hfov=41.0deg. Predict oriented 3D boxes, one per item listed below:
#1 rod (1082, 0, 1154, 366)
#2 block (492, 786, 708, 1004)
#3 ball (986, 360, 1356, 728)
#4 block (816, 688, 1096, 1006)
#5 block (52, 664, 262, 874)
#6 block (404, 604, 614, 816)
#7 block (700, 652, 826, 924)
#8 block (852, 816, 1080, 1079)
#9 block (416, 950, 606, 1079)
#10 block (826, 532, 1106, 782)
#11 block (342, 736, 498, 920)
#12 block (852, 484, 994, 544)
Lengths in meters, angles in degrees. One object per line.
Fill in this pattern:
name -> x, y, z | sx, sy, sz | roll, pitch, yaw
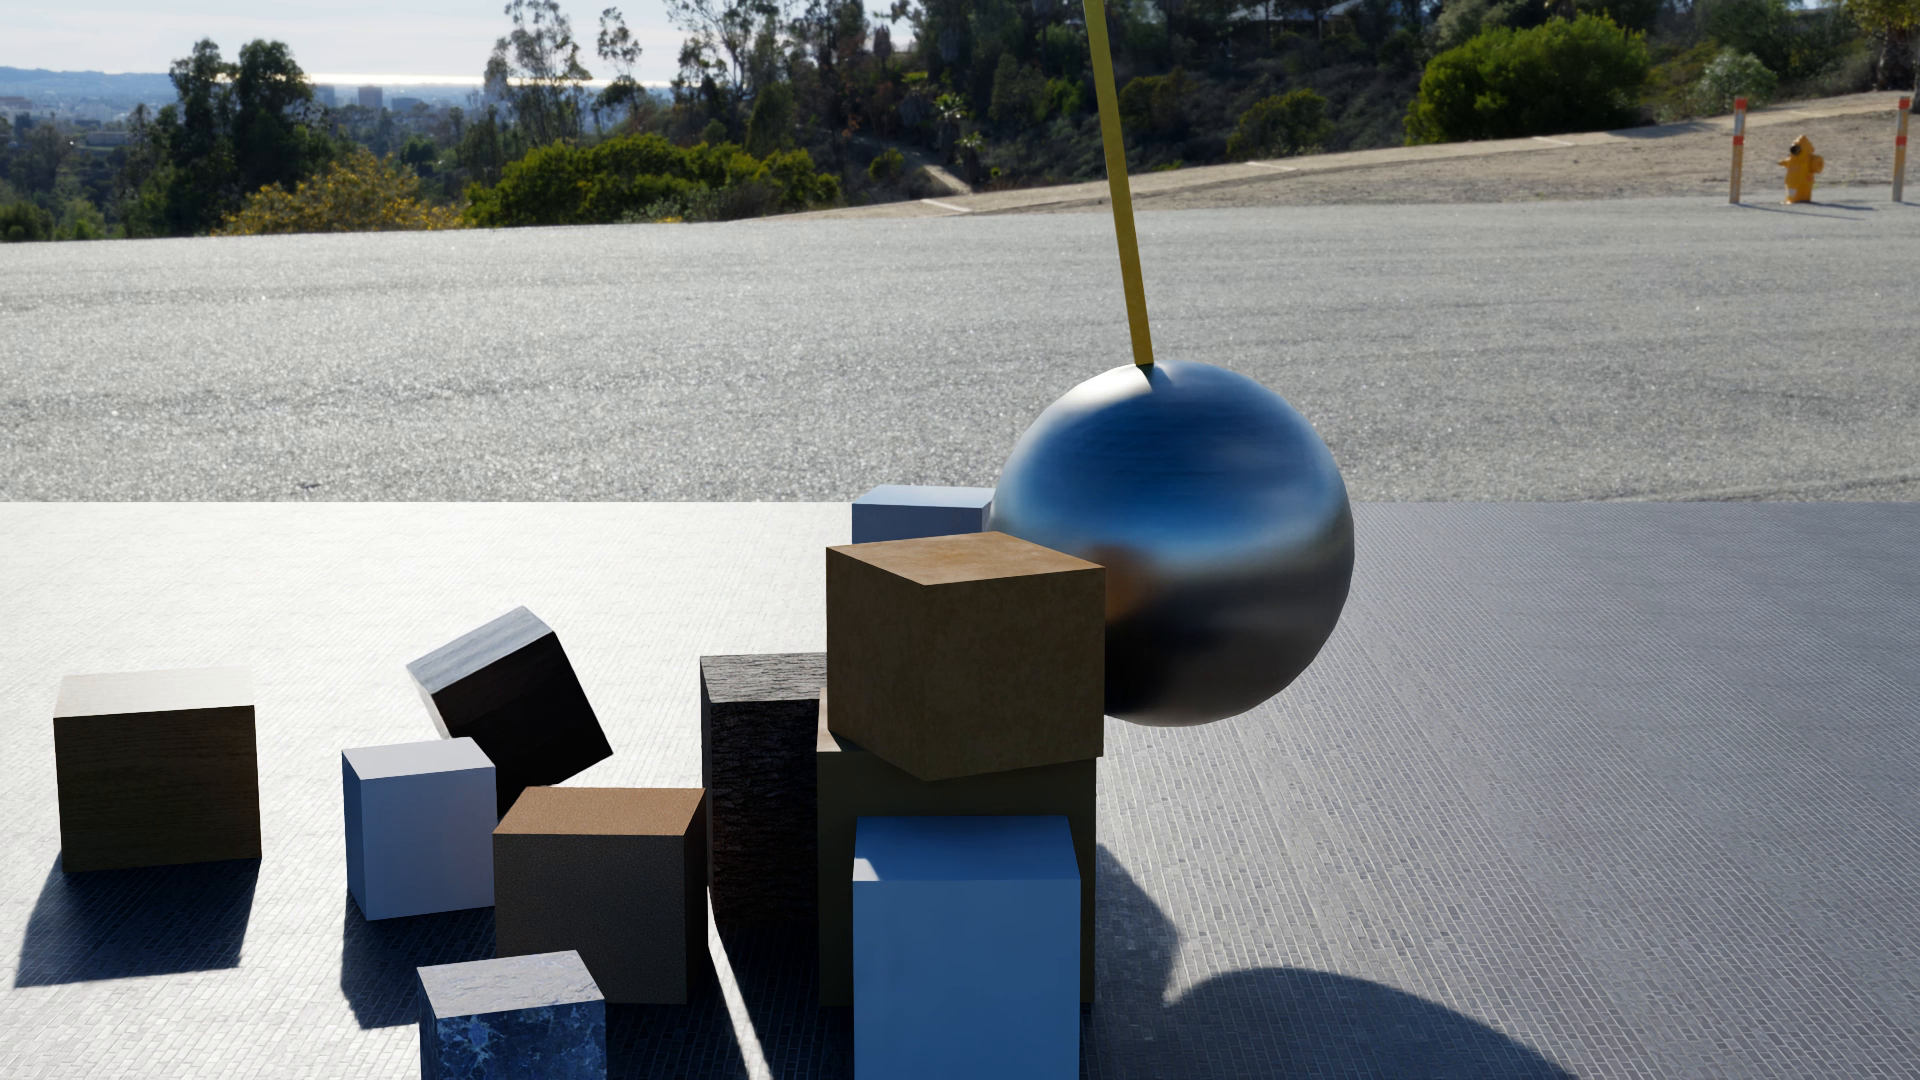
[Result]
rod -> 0.396, -3.289, 10.582 | 0.080, 5.200, 0.080 | -9, 10, 2
block -> -1.397, 1.384, 10.081 | 0.726, 0.670, 0.651 | 0, 10, 2
ball -> 0.915, 0.017, 11.183 | 1.600, 1.600, 1.600 | 0, 10, 0
block -> -0.031, 1.191, 10.211 | 1.051, 1.003, 1.008 | 0, 10, -2
block -> -3.694, 1.039, 11.861 | 0.857, 0.712, 0.833 | -3, 11, -16
block -> -2.204, 0.827, 12.516 | 0.652, 0.692, 0.658 | -28, 19, -16
block -> -0.673, 1.049, 11.140 | 0.849, 0.951, 0.872 | -2, 10, -9
block -> 0.016, 1.478, 9.345 | 0.790, 0.749, 0.785 | 0, 10, -1
block -> -1.497, 1.731, 8.563 | 0.542, 0.530, 0.504 | -4, 11, -19
block -> 0.010, 0.415, 9.669 | 0.741, 0.717, 0.847 | -5, 12, -27
block -> -2.328, 1.235, 11.060 | 0.563, 0.613, 0.529 | -4, 11, -22
block -> -0.144, 0.084, 12.174 | 0.618, 0.596, 0.572 | 2, 11, 11
